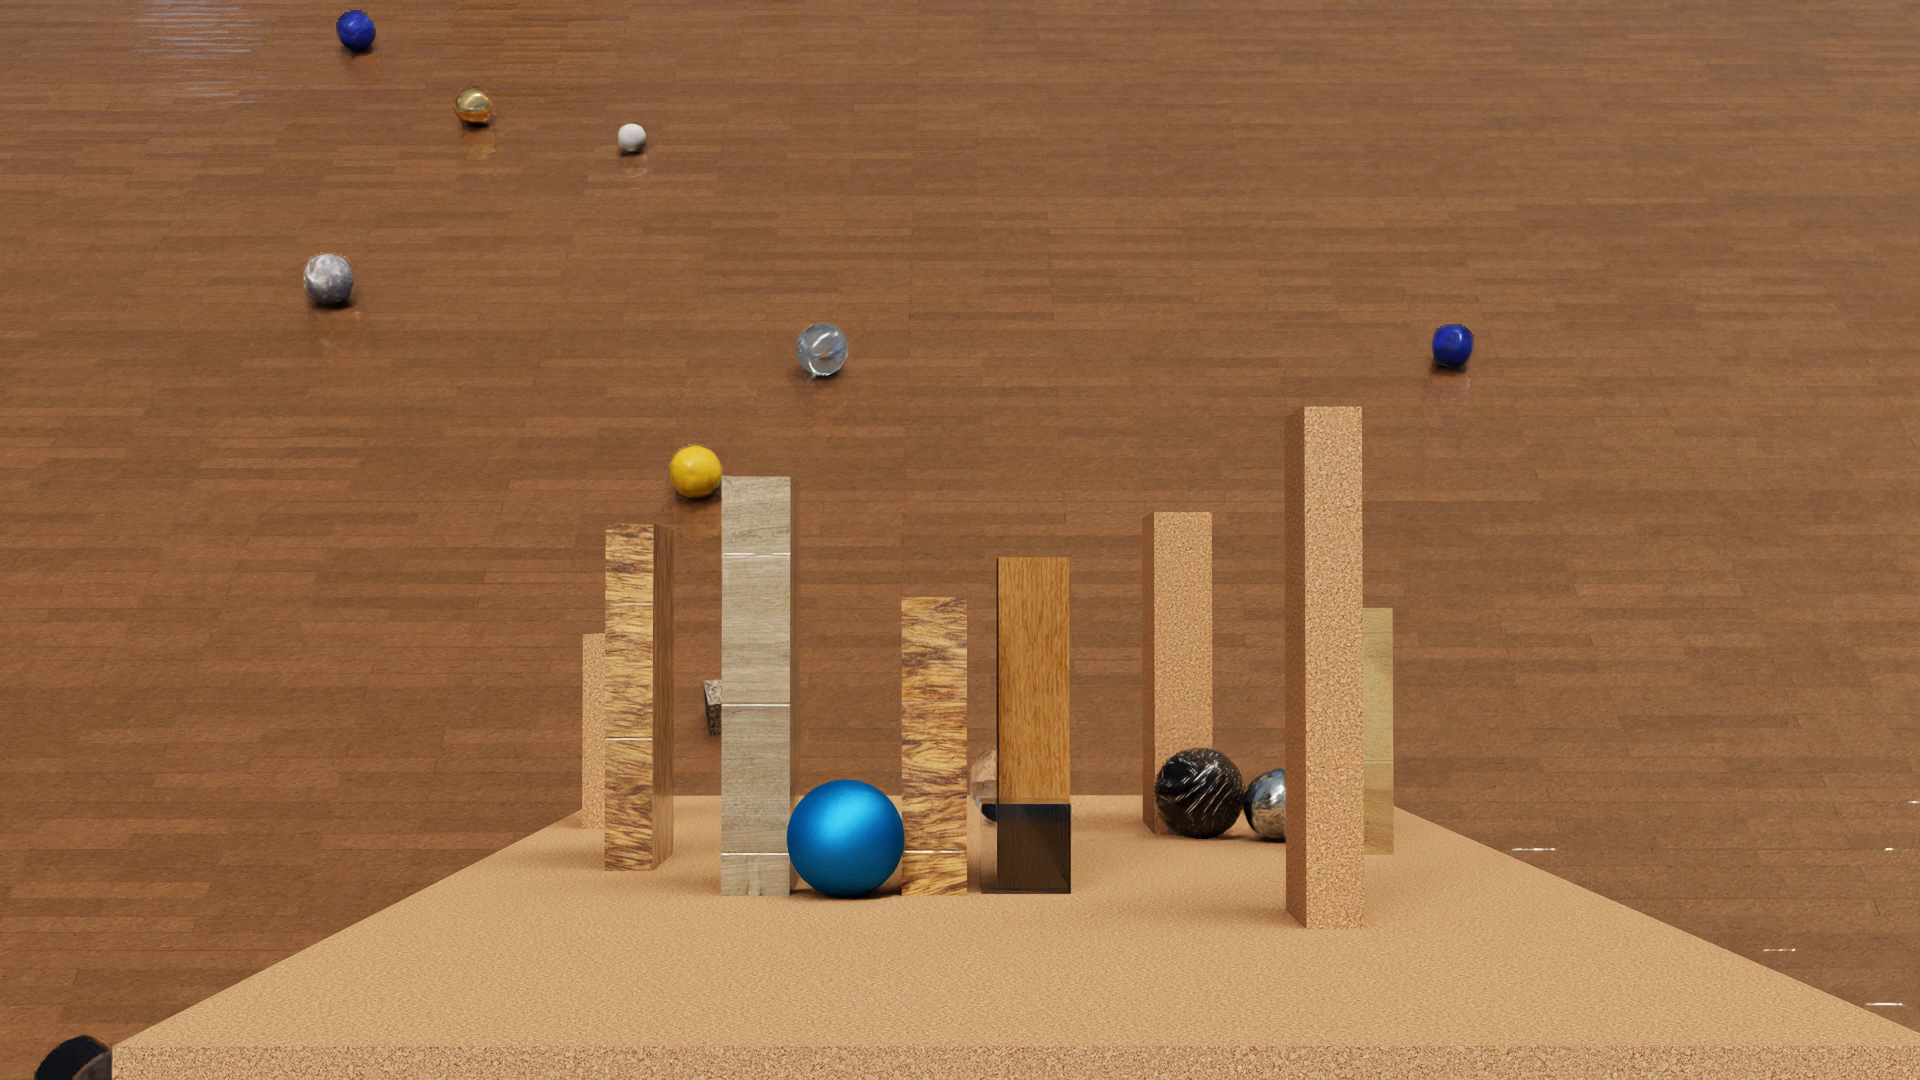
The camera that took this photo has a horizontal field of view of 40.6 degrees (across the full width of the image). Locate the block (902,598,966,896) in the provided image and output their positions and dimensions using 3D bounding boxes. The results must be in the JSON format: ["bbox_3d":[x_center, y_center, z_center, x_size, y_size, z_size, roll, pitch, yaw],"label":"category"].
[{"bbox_3d":[-0.043,0.353,4.589,0.110,0.502,0.430,0,-2,0],"label":"block"}]

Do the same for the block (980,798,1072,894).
[{"bbox_3d":[0.111,0.525,4.465,0.152,0.152,0.152,0,-2,0],"label":"block"}]

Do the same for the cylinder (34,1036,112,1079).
[{"bbox_3d":[-1.969,1.271,5.924,0.207,0.207,0.207,24,41,30],"label":"cylinder"}]

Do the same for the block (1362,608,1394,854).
[{"bbox_3d":[0.798,0.384,5.344,0.112,0.486,0.445,0,-2,0],"label":"block"}]

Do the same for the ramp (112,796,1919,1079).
[{"bbox_3d":[0.077,0.661,4.825,2.000,0.100,4.000,0,-2,0],"label":"ramp"}]

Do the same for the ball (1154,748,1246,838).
[{"bbox_3d":[0.509,0.535,5.495,0.193,0.193,0.193,0,35,0],"label":"ball"}]

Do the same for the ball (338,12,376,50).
[{"bbox_3d":[-2.523,-2.127,10.858,0.157,0.157,0.157,0,35,0],"label":"ball"}]

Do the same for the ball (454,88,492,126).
[{"bbox_3d":[-1.926,-1.714,10.272,0.148,0.148,0.148,0,35,0],"label":"ball"}]

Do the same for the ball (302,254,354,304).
[{"bbox_3d":[-2.212,-0.914,9.095,0.176,0.176,0.176,0,35,0],"label":"ball"}]

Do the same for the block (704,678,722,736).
[{"bbox_3d":[-0.645,0.459,7.177,0.109,0.109,0.109,-7,35,-10],"label":"block"}]

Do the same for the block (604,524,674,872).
[{"bbox_3d":[-0.612,0.295,4.975,0.088,0.641,0.353,0,-2,0],"label":"block"}]

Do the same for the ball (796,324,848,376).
[{"bbox_3d":[-0.463,-0.637,8.699,0.172,0.172,0.172,0,35,0],"label":"ball"}]

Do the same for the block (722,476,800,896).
[{"bbox_3d":[-0.344,0.249,4.497,0.115,0.705,0.251,0,-2,0],"label":"block"}]

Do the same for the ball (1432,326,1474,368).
[{"bbox_3d":[1.659,-0.652,8.750,0.140,0.140,0.140,0,35,0],"label":"ball"}]

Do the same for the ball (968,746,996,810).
[{"bbox_3d":[0.110,0.554,5.925,0.181,0.181,0.181,0,35,0],"label":"ball"}]

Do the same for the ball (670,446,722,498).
[{"bbox_3d":[-0.824,-0.211,8.094,0.164,0.164,0.164,0,35,0],"label":"ball"}]

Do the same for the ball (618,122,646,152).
[{"bbox_3d":[-1.274,-1.562,10.083,0.113,0.113,0.113,0,35,0],"label":"ball"}]

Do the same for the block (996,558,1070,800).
[{"bbox_3d":[0.130,0.320,4.674,0.124,0.573,0.254,0,-2,0],"label":"block"}]

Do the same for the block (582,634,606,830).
[{"bbox_3d":[-0.783,0.429,5.899,0.104,0.431,0.312,0,-2,0],"label":"block"}]

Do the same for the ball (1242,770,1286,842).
[{"bbox_3d":[0.667,0.555,5.434,0.149,0.149,0.149,0,35,0],"label":"ball"}]

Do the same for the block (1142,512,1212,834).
[{"bbox_3d":[0.482,0.293,5.786,0.124,0.695,0.372,0,-2,0],"label":"block"}]

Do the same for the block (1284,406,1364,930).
[{"bbox_3d":[0.563,0.195,4.027,0.086,0.785,0.244,0,-2,0],"label":"block"}]

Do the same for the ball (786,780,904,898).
[{"bbox_3d":[-0.191,0.498,4.338,0.197,0.197,0.197,0,35,0],"label":"ball"}]
